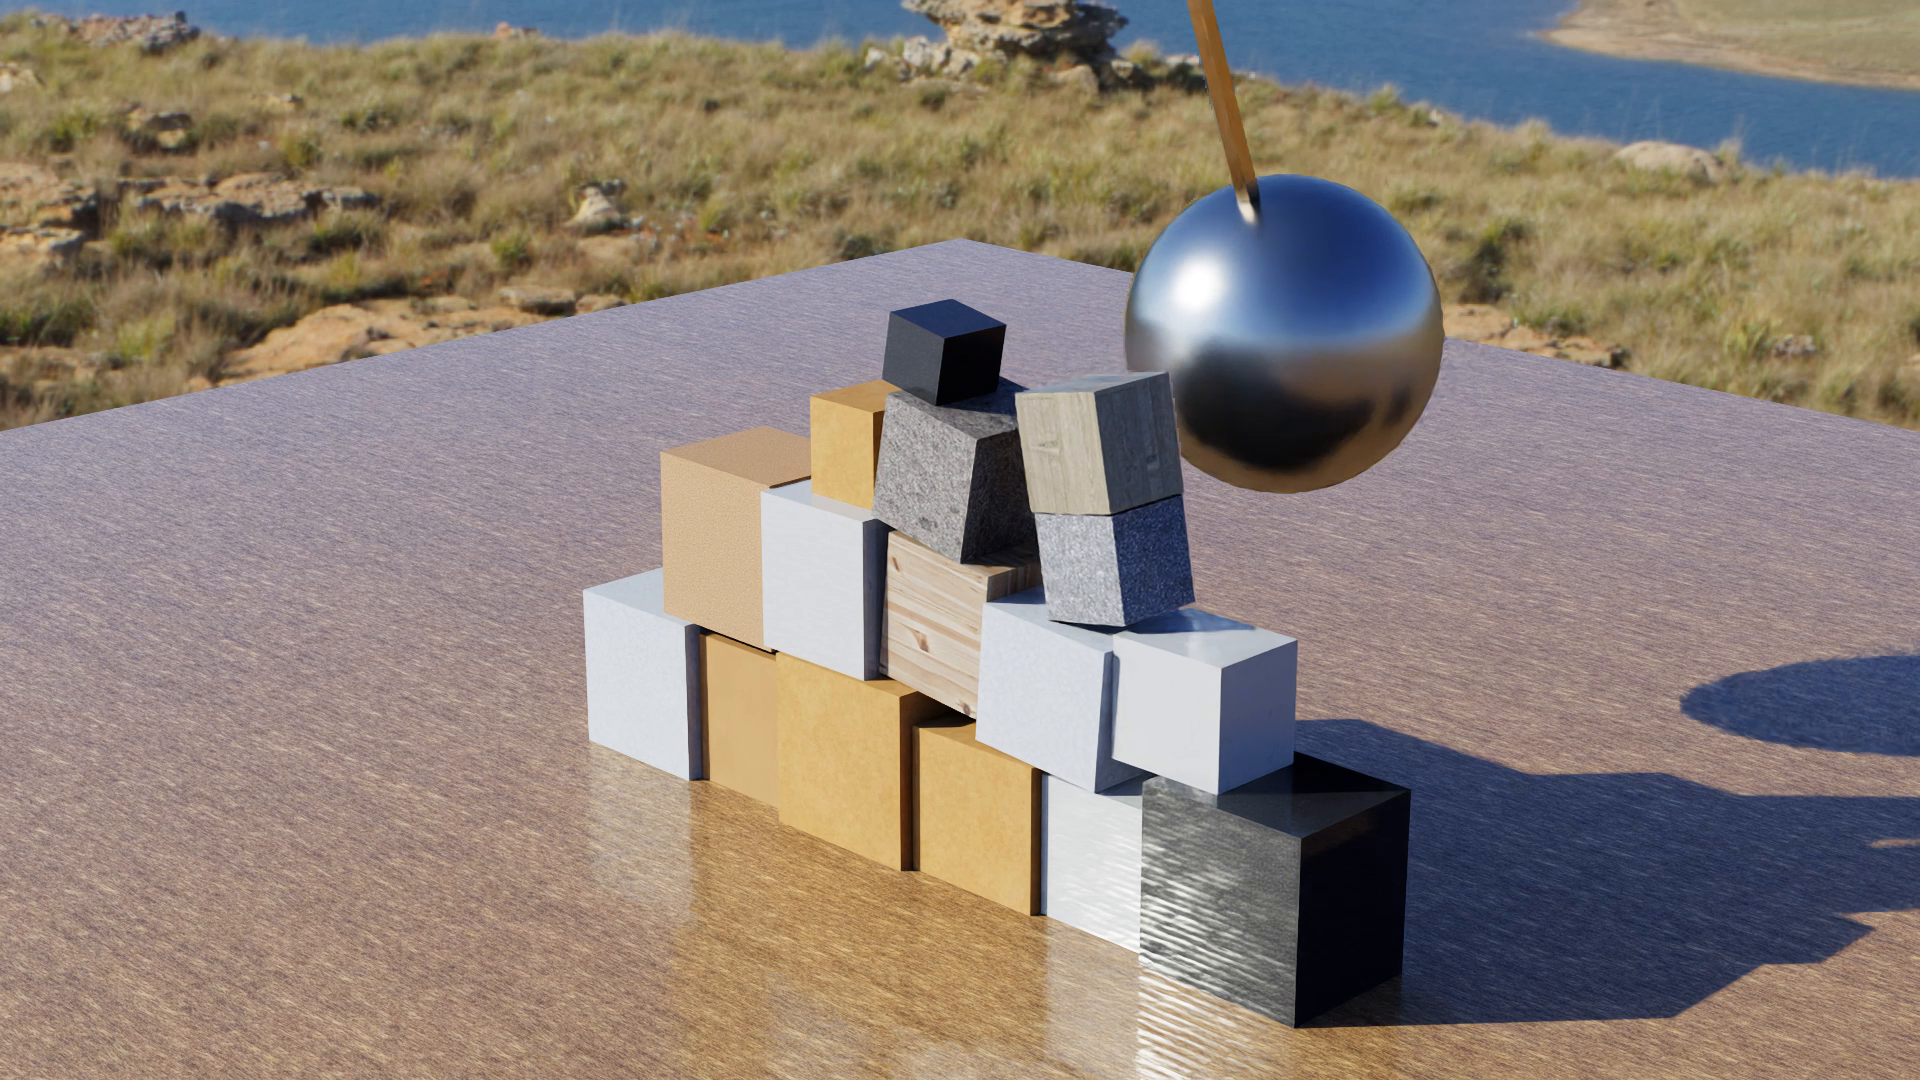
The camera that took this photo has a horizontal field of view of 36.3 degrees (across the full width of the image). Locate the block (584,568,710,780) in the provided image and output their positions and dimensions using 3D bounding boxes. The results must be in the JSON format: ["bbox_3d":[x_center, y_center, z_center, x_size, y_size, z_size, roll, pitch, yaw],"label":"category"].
[{"bbox_3d":[-1.356,0.643,14.945,0.761,0.812,0.797,-17,24,-42],"label":"block"}]

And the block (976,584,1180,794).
[{"bbox_3d":[0.565,0.616,12.945,0.719,0.653,0.639,22,27,41],"label":"block"}]

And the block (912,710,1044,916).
[{"bbox_3d":[0.298,1.181,13.412,0.711,0.704,0.748,-17,24,-42],"label":"block"}]

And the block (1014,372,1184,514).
[{"bbox_3d":[0.599,-0.418,12.601,0.470,0.522,0.473,-17,13,-42],"label":"block"}]

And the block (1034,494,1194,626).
[{"bbox_3d":[0.669,0.077,12.655,0.457,0.472,0.450,-17,14,-43],"label":"block"}]

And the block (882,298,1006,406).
[{"bbox_3d":[-0.072,-0.843,13.136,0.385,0.324,0.353,-16,34,-42],"label":"block"}]

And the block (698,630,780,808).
[{"bbox_3d":[-0.812,0.823,14.463,0.646,0.757,0.678,-17,24,-42],"label":"block"}]

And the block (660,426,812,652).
[{"bbox_3d":[-0.938,-0.020,14.326,0.677,0.826,0.798,-17,25,-42],"label":"block"}]

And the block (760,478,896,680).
[{"bbox_3d":[-0.419,0.130,13.805,0.751,0.762,0.692,-17,24,-42],"label":"block"}]

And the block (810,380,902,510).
[{"bbox_3d":[-0.386,-0.444,13.588,0.441,0.463,0.420,-17,24,-42],"label":"block"}]

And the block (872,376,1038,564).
[{"bbox_3d":[0.061,-0.340,13.196,0.633,0.599,0.574,-17,34,-42],"label":"block"}]

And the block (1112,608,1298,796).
[{"bbox_3d":[1.036,0.676,12.451,0.592,0.560,0.503,17,24,42],"label":"block"}]

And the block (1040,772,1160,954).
[{"bbox_3d":[0.792,1.351,12.934,0.577,0.667,0.648,-17,24,-42],"label":"block"}]

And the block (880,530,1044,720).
[{"bbox_3d":[0.090,0.319,13.350,0.607,0.690,0.630,-17,30,-42],"label":"block"}]

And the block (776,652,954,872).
[{"bbox_3d":[-0.286,0.943,13.915,0.803,0.857,0.837,-17,24,-42],"label":"block"}]

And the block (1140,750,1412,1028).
[{"bbox_3d":[1.324,1.429,12.393,0.728,0.842,0.848,-17,24,-42],"label":"block"}]

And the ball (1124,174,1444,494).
[{"bbox_3d":[1.623,-1.031,14.719,1.600,1.600,1.600,0,17,0],"label":"ball"}]

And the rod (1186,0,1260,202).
[{"bbox_3d":[0.703,-3.752,12.900,0.080,5.200,0.080,17,46,42],"label":"rod"}]
